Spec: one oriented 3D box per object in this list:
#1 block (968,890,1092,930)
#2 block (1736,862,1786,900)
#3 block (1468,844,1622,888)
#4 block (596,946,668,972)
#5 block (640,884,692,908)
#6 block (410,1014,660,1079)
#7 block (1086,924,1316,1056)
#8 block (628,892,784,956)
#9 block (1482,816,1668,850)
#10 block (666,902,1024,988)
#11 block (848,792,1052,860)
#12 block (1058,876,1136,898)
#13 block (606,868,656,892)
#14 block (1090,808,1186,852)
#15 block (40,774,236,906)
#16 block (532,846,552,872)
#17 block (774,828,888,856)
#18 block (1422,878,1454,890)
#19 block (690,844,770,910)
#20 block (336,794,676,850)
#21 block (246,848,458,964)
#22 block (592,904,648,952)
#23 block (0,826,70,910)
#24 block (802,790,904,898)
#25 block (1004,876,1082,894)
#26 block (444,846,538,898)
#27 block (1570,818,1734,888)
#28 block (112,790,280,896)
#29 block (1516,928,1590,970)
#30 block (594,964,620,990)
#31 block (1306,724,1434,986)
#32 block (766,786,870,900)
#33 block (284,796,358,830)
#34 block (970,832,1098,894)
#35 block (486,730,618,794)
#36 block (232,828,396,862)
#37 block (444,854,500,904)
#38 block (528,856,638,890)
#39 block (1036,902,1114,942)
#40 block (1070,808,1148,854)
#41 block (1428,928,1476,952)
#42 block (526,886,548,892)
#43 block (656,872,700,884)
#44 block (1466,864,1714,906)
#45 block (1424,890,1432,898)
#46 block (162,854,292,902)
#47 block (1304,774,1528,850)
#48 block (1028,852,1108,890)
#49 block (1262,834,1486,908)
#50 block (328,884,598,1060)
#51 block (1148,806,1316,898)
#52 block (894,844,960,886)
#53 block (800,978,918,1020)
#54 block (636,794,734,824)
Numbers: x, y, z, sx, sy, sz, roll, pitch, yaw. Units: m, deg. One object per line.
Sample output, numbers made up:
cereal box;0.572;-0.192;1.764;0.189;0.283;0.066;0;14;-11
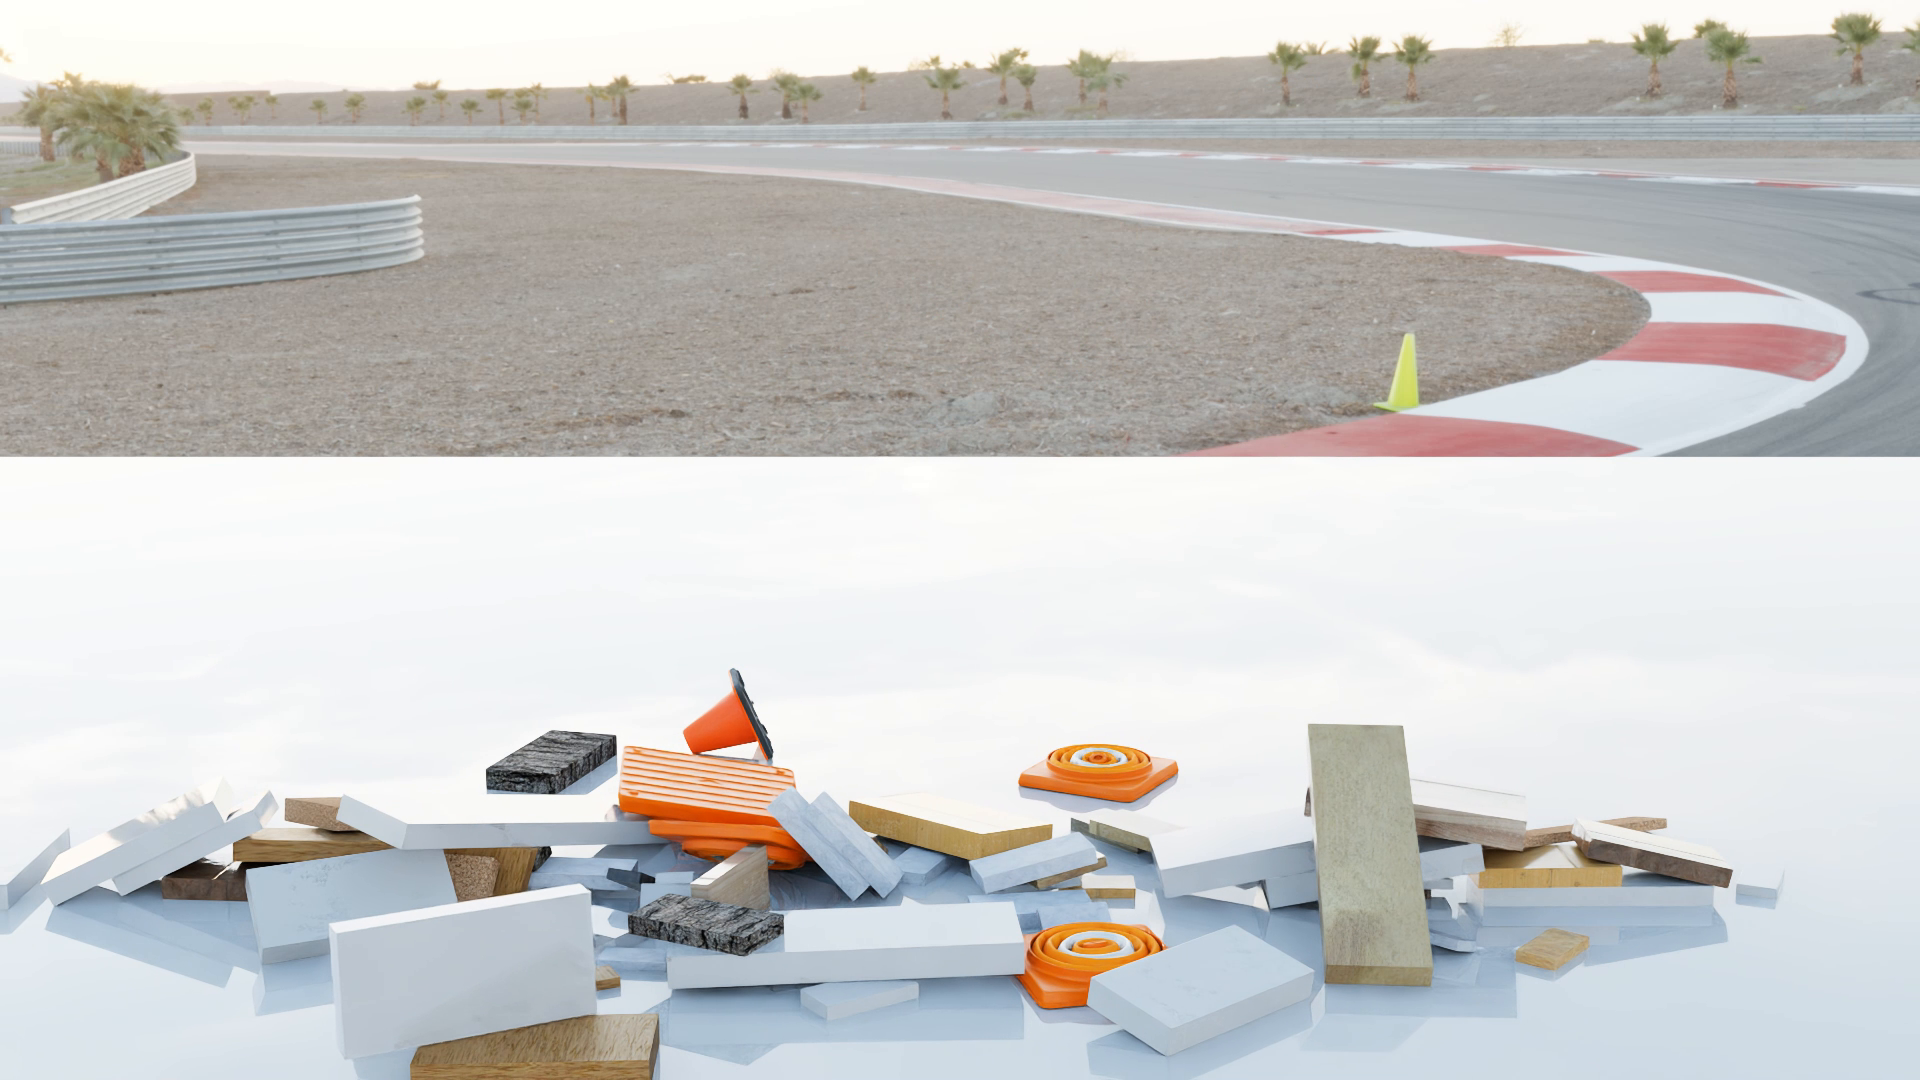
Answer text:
block;0.115;0.598;3.549;0.194;0.028;0.097;-2;11;-9
block;1.351;0.573;3.709;0.063;0.018;0.127;5;12;26
block;0.964;0.542;3.654;0.237;0.034;0.118;0;11;-2
block;-0.494;0.640;3.356;0.109;0.015;0.054;1;11;7
block;-0.448;0.585;3.525;0.128;0.064;0.018;0;-23;1
block;-0.571;0.696;2.979;0.312;0.044;0.156;-1;11;-3
block;0.350;0.645;3.172;0.312;0.044;0.156;-10;25;-42
block;-0.380;0.575;3.290;0.210;0.030;0.105;5;12;28
block;1.069;0.509;3.827;0.516;0.018;0.063;2;-3;-43
block;-0.172;0.608;3.309;0.523;0.049;0.172;-2;11;-4
block;-0.020;0.505;3.892;0.172;0.049;0.345;-1;5;-43
block;0.228;0.580;3.675;0.127;0.018;0.063;0;11;1
block;-0.517;0.562;3.600;0.064;0.018;0.128;3;-18;26
block;0.322;0.514;3.873;0.088;0.025;0.175;-10;14;-42
block;-1.376;0.502;3.692;0.303;0.043;0.152;-26;14;-6
block;-0.776;0.541;3.672;0.170;0.024;0.085;-12;10;9
block;-0.223;0.529;3.808;0.179;0.025;0.090;3;-21;18
block;0.755;0.564;3.667;0.123;0.017;0.062;0;11;1
block;-0.364;0.566;3.506;0.030;0.105;0.210;1;10;21
block;-0.739;0.468;3.677;0.146;0.041;0.670;17;3;31
block;-0.952;0.568;3.454;0.303;0.043;0.152;-5;46;-26
block;-0.612;0.608;3.494;0.244;0.028;0.098;6;12;30
block;-1.639;0.556;3.733;0.152;0.043;0.303;-1;11;-3
block;-0.178;0.507;3.671;0.194;0.028;0.097;46;10;2
block;0.140;0.567;3.673;0.127;0.018;0.063;-10;10;8
block;-0.800;0.526;3.614;0.196;0.098;0.028;16;3;12
block;1.150;0.521;3.663;0.237;0.034;0.118;13;10;1
block;-1.287;0.509;3.706;0.259;0.037;0.130;-25;10;-1
block;0.916;0.631;3.397;0.063;0.018;0.127;8;13;38
block;-0.565;0.657;3.268;0.109;0.015;0.054;-5;12;-26
block;0.637;0.484;3.454;0.156;0.044;0.505;1;40;4
block;-0.229;0.502;3.650;0.210;0.030;0.105;46;8;3
block;-1.085;0.485;3.909;0.146;0.041;0.292;3;-4;-33
block;0.121;0.534;3.644;0.194;0.028;0.097;-14;10;-11
block;-0.808;0.439;4.367;0.146;0.041;0.292;3;11;15
block;-1.090;0.520;3.749;0.259;0.037;0.130;1;2;-2
block;-0.855;0.560;3.574;0.196;0.098;0.028;2;-29;12
block;-0.629;0.555;3.663;0.170;0.024;0.085;2;11;3
block;0.182;0.603;3.481;0.113;0.016;0.057;-2;41;-12
block;0.290;0.523;3.961;0.088;0.025;0.176;-9;14;-39
block;0.740;0.619;3.426;0.113;0.016;0.057;10;-3;43
block;-0.739;0.577;3.674;0.170;0.024;0.085;1;11;4
block;-0.442;0.562;3.588;0.064;0.018;0.128;-4;-19;14
block;1.047;0.574;3.663;0.377;0.034;0.118;0;11;0
block;0.719;0.580;3.673;0.123;0.017;0.062;0;11;0
block;-1.090;0.568;3.685;0.453;0.037;0.130;1;11;4
block;0.755;0.437;3.640;0.351;0.050;0.175;8;11;12
block;0.174;0.545;3.651;0.127;0.018;0.063;-15;11;-19
block;0.676;0.528;3.653;0.351;0.050;0.176;-11;10;4
block;-0.671;0.583;2.985;0.345;0.172;0.049;-5;8;-27
block;0.500;0.510;3.660;0.351;0.050;0.175;-11;10;1
block;-0.063;0.556;3.794;0.077;0.022;0.172;4;11;21
block;-0.146;0.663;3.216;0.155;0.022;0.077;-7;13;-33
block;-0.510;0.500;4.084;0.179;0.025;0.090;-1;11;-8
